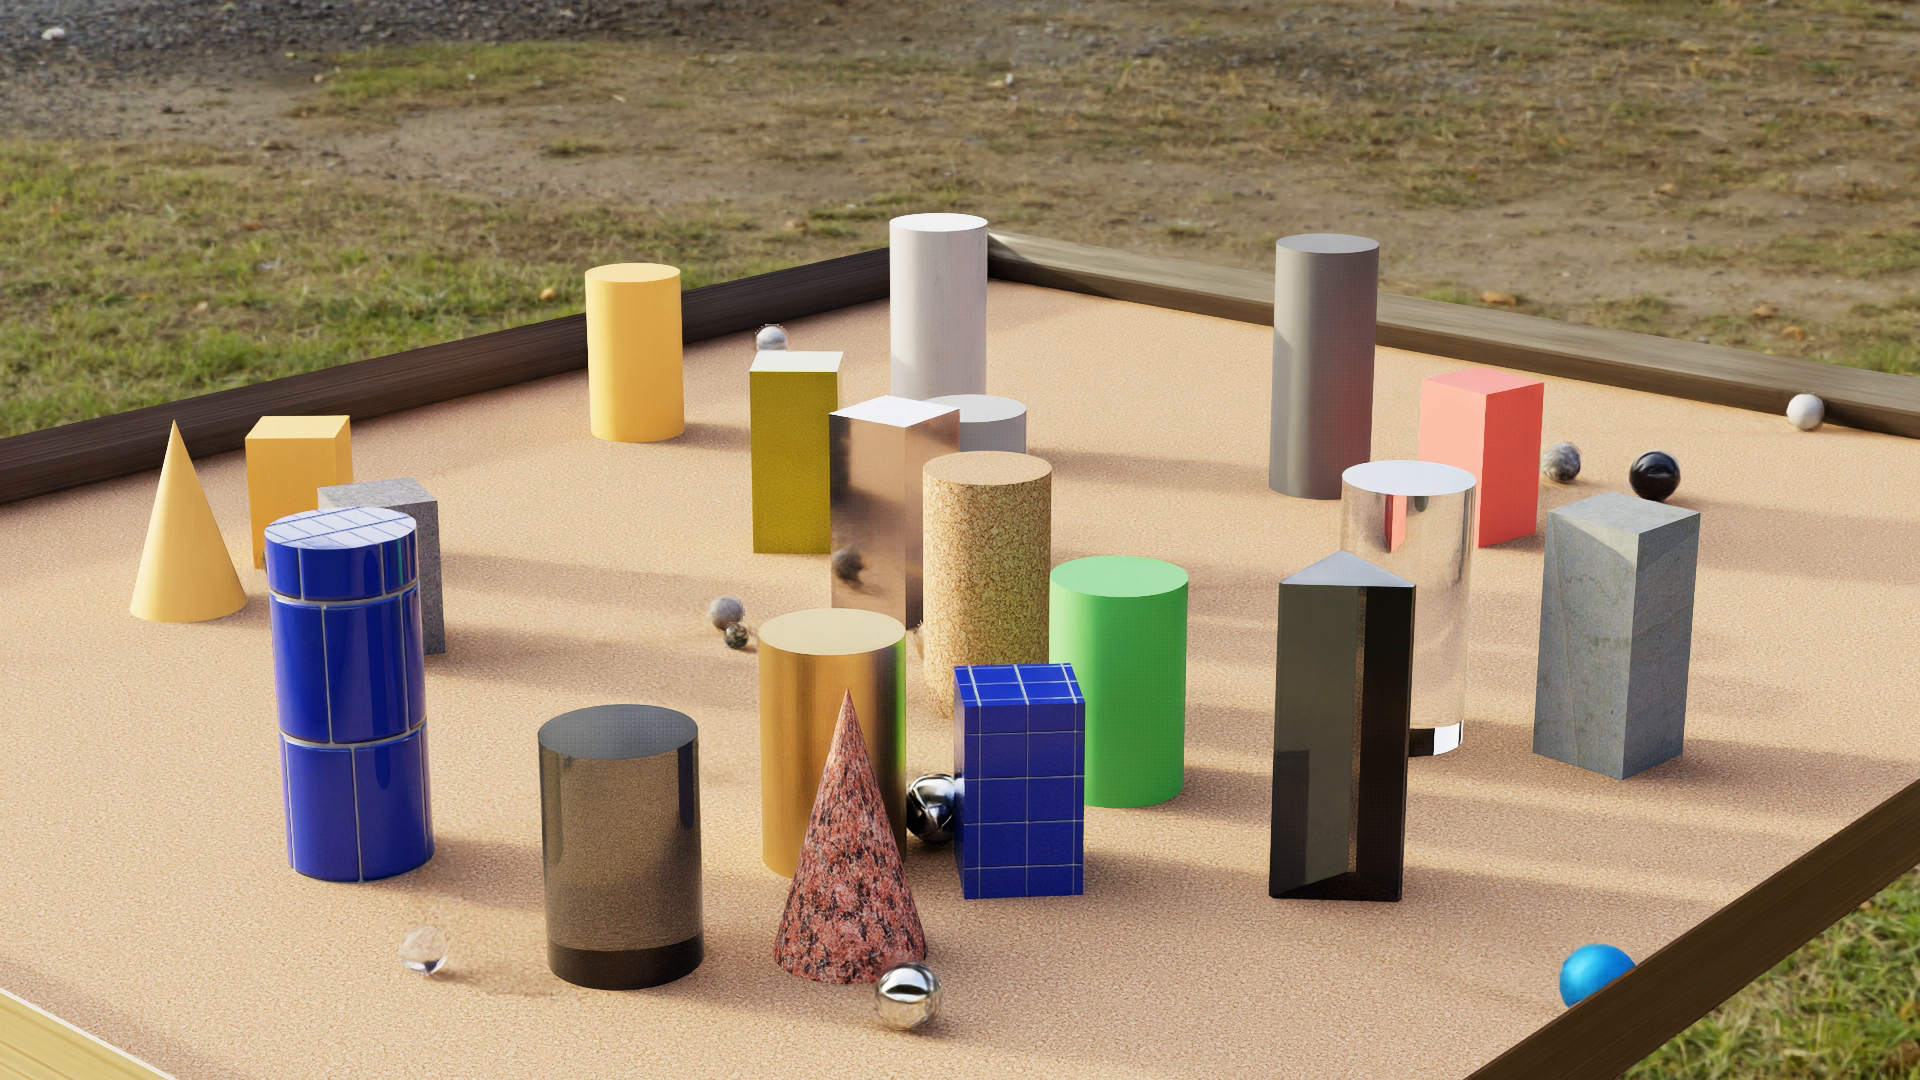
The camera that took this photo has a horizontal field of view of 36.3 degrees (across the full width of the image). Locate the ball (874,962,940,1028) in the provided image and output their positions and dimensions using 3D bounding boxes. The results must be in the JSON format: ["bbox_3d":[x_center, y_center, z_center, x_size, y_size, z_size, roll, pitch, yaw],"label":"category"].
[{"bbox_3d":[-0.063,0.545,3.508,0.079,0.079,0.079,0,17,0],"label":"ball"}]

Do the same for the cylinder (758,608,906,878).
[{"bbox_3d":[-0.172,0.277,3.972,0.198,0.324,0.198,0,17,0],"label":"cylinder"}]

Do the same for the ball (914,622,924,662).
[{"bbox_3d":[-0.028,0.165,4.747,0.091,0.091,0.091,0,17,0],"label":"ball"}]

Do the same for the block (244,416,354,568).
[{"bbox_3d":[-1.194,-0.088,5.324,0.158,0.243,0.158,-1,17,-2],"label":"block"}]

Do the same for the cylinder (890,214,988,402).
[{"bbox_3d":[-0.043,-0.411,5.984,0.198,0.481,0.198,0,17,0],"label":"cylinder"}]

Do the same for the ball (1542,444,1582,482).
[{"bbox_3d":[1.195,-0.153,5.825,0.078,0.078,0.078,0,17,0],"label":"ball"}]

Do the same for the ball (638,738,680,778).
[{"bbox_3d":[-0.441,0.319,4.291,0.060,0.060,0.060,0,17,0],"label":"ball"}]

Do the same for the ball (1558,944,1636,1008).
[{"bbox_3d":[0.767,0.533,3.518,0.096,0.096,0.096,0,17,0],"label":"ball"}]

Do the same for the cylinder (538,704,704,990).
[{"bbox_3d":[-0.422,0.381,3.662,0.198,0.303,0.198,0,17,0],"label":"cylinder"}]

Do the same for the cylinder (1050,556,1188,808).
[{"bbox_3d":[0.227,0.203,4.232,0.198,0.317,0.198,0,17,0],"label":"cylinder"}]

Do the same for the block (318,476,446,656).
[{"bbox_3d":[-0.954,0.050,4.834,0.158,0.261,0.158,-8,18,-24],"label":"block"}]

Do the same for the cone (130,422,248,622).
[{"bbox_3d":[-1.336,-0.047,5.033,0.198,0.332,0.198,0,17,0],"label":"cone"}]

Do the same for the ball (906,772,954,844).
[{"bbox_3d":[-0.033,0.371,4.054,0.098,0.098,0.098,0,17,0],"label":"ball"}]

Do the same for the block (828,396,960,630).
[{"bbox_3d":[-0.110,-0.048,4.999,0.158,0.354,0.158,12,20,34],"label":"block"}]

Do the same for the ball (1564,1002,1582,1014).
[{"bbox_3d":[0.738,0.573,3.446,0.061,0.061,0.061,0,17,0],"label":"ball"}]

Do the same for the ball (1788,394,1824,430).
[{"bbox_3d":[1.796,-0.273,6.225,0.077,0.077,0.077,0,17,0],"label":"ball"}]

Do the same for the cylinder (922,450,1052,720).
[{"bbox_3d":[0.042,0.072,4.550,0.198,0.383,0.198,0,17,0],"label":"cylinder"}]

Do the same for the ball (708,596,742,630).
[{"bbox_3d":[-0.396,0.123,4.946,0.056,0.056,0.056,0,17,0],"label":"ball"}]

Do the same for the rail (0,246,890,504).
[{"bbox_3d":[-1.320,-0.298,6.217,0.045,0.128,4.240,14,22,39],"label":"rail"}]

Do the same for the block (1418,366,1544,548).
[{"bbox_3d":[0.968,-0.156,5.467,0.158,0.291,0.158,-13,21,-36],"label":"block"}]

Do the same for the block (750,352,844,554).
[{"bbox_3d":[-0.297,-0.162,5.396,0.158,0.343,0.158,0,17,2],"label":"block"}]

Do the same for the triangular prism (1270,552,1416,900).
[{"bbox_3d":[0.502,0.245,3.885,0.171,0.436,0.148,1,17,4],"label":"triangular prism"}]

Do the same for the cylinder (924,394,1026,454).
[{"bbox_3d":[0.018,-0.085,5.200,0.198,0.308,0.198,0,17,0],"label":"cylinder"}]

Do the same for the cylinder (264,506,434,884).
[{"bbox_3d":[-0.821,0.208,3.952,0.198,0.468,0.198,0,17,0],"label":"cylinder"}]

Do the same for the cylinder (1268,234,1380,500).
[{"bbox_3d":[0.711,-0.340,5.737,0.198,0.487,0.198,0,17,0],"label":"cylinder"}]

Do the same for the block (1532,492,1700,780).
[{"bbox_3d":[0.970,0.139,4.338,0.158,0.377,0.158,-15,23,-41],"label":"block"}]

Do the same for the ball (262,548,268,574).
[{"bbox_3d":[-1.193,0.036,5.190,0.084,0.084,0.084,0,17,0],"label":"ball"}]

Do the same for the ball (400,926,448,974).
[{"bbox_3d":[-0.667,0.511,3.654,0.060,0.060,0.060,0,17,0],"label":"ball"}]

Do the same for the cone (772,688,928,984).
[{"bbox_3d":[-0.139,0.350,3.671,0.198,0.357,0.198,0,17,0],"label":"cone"}]

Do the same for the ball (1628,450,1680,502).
[{"bbox_3d":[1.349,-0.124,5.695,0.099,0.099,0.099,0,17,0],"label":"ball"}]

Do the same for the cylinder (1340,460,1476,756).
[{"bbox_3d":[0.667,0.102,4.413,0.198,0.406,0.198,0,17,0],"label":"cylinder"}]

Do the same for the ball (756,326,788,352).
[{"bbox_3d":[-0.441,-0.462,6.860,0.074,0.074,0.074,0,17,0],"label":"ball"}]

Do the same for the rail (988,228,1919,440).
[{"bbox_3d":[1.375,-0.425,6.636,3.544,0.128,0.045,14,22,39],"label":"rail"}]

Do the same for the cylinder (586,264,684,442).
[{"bbox_3d":[-0.684,-0.396,6.175,0.198,0.341,0.198,0,17,0],"label":"cylinder"}]

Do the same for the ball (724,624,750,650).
[{"bbox_3d":[-0.370,0.160,4.850,0.041,0.041,0.041,0,17,0],"label":"ball"}]

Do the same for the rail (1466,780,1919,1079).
[{"bbox_3d":[1.320,0.363,4.023,0.045,0.128,4.240,14,22,39],"label":"rail"}]

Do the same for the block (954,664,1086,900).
[{"bbox_3d":[0.077,0.321,3.919,0.158,0.271,0.158,-1,17,-5],"label":"block"}]

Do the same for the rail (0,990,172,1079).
[{"bbox_3d":[-1.375,0.489,3.604,3.544,0.128,0.045,14,22,39],"label":"rail"}]
